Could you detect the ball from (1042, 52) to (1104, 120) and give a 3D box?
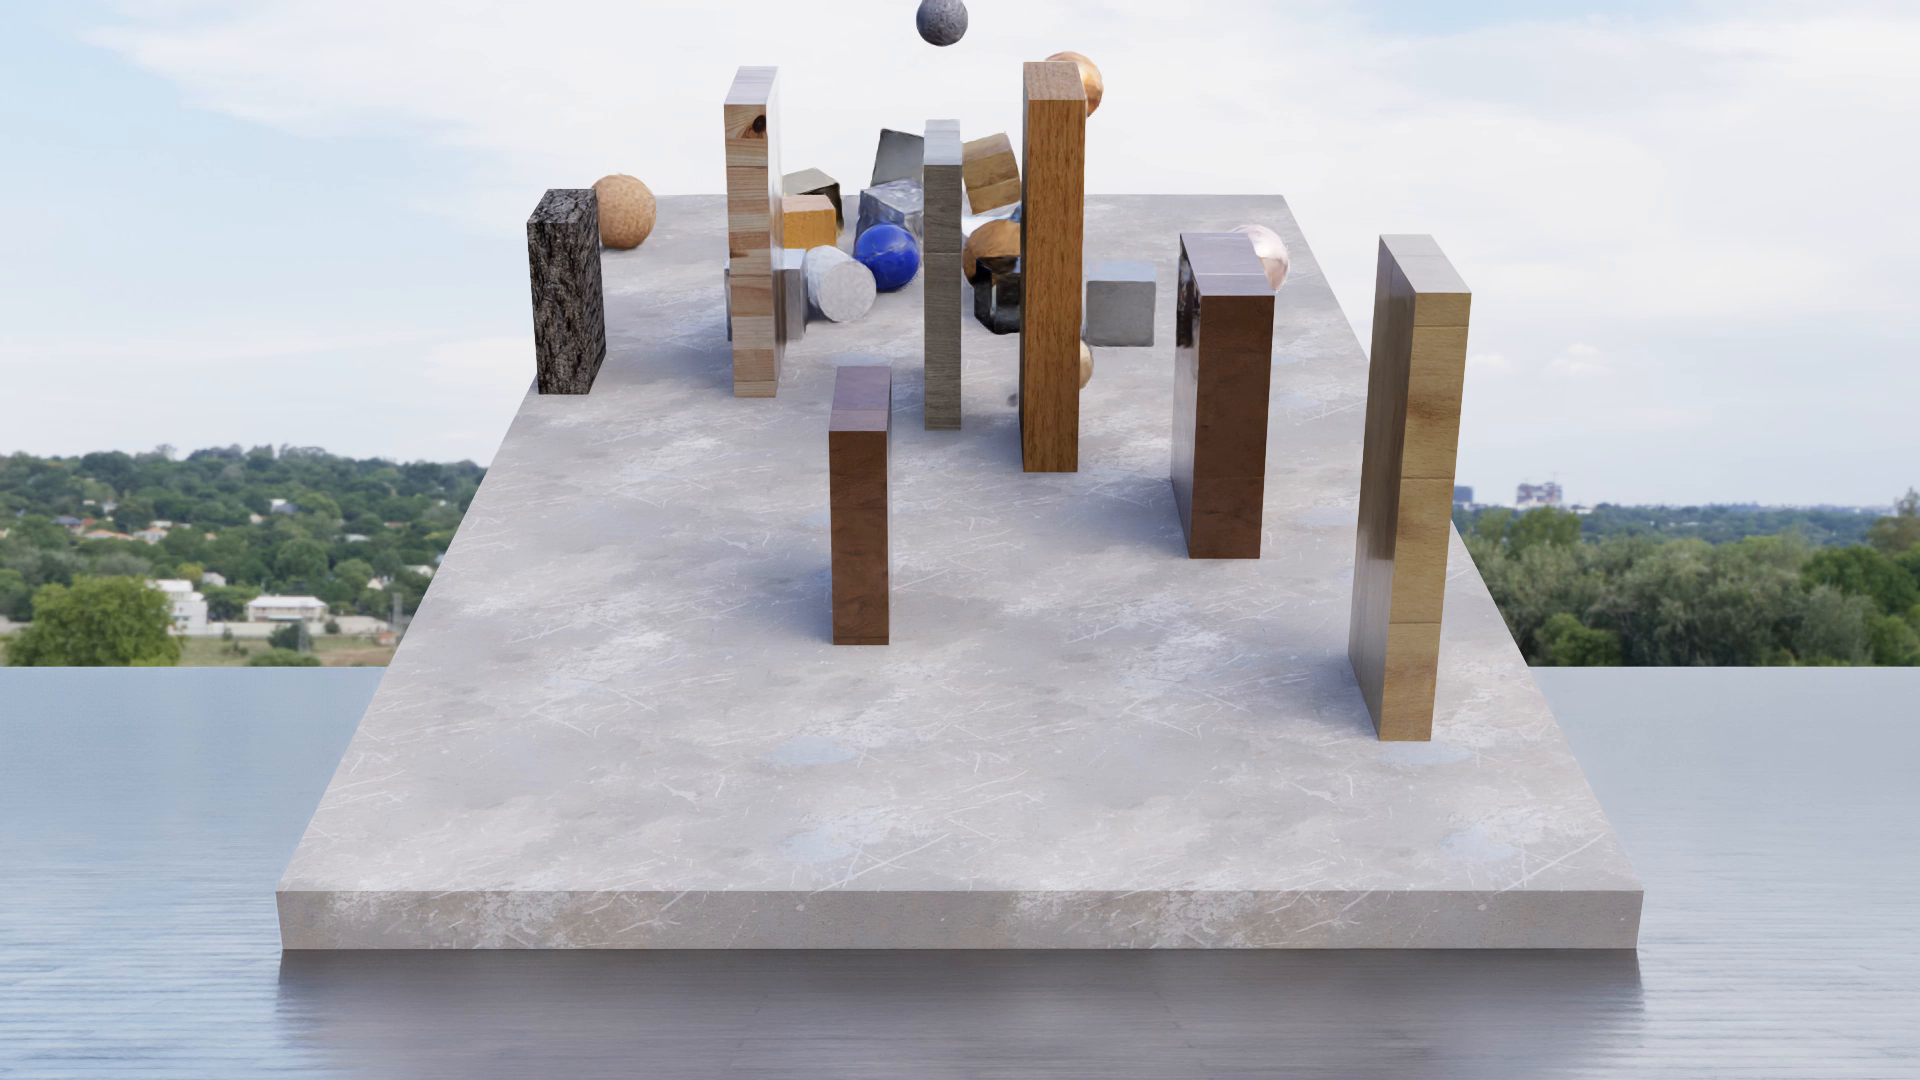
[{"bbox_3d":[0.306,-1.290,6.606,0.208,0.208,0.208,0,-3,0],"label":"ball"}]

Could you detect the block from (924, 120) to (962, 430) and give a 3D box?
[{"bbox_3d":[-0.039,-0.606,5.235,0.081,0.602,0.432,0,23,0],"label":"block"}]

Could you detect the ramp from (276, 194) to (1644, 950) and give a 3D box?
[{"bbox_3d":[-0.007,-0.226,5.238,2.000,0.100,4.000,0,23,0],"label":"ramp"}]

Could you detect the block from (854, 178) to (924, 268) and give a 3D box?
[{"bbox_3d":[-0.157,-0.861,6.334,0.177,0.177,0.177,-22,42,-40],"label":"block"}]

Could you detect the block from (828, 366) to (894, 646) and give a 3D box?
[{"bbox_3d":[-0.177,-0.067,4.215,0.100,0.409,0.344,0,23,0],"label":"block"}]

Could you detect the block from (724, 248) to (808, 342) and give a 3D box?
[{"bbox_3d":[-0.482,-0.614,5.783,0.186,0.186,0.186,0,22,1],"label":"block"}]

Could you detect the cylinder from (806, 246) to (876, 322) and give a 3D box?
[{"bbox_3d":[-0.319,-0.655,5.911,0.160,0.160,0.160,2,20,-28],"label":"cylinder"}]

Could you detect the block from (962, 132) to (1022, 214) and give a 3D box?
[{"bbox_3d":[0.080,-0.995,6.268,0.149,0.149,0.149,-16,29,2],"label":"block"}]

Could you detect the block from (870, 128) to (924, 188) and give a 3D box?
[{"bbox_3d":[-0.151,-1.074,6.632,0.180,0.180,0.180,11,10,-2],"label":"block"}]

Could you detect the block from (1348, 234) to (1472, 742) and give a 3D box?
[{"bbox_3d":[0.733,-0.086,3.806,0.084,0.768,0.328,0,23,0],"label":"block"}]

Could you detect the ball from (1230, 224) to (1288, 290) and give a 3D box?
[{"bbox_3d":[0.758,-0.725,6.037,0.197,0.197,0.197,0,-3,0],"label":"ball"}]

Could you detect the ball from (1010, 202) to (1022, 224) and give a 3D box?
[{"bbox_3d":[0.220,-0.864,6.392,0.170,0.170,0.170,0,-3,0],"label":"ball"}]

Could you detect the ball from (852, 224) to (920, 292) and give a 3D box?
[{"bbox_3d":[-0.195,-0.747,6.106,0.178,0.178,0.178,0,-3,0],"label":"ball"}]

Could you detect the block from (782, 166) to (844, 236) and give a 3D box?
[{"bbox_3d":[-0.438,-0.944,6.557,0.156,0.156,0.156,-19,33,-22],"label":"block"}]

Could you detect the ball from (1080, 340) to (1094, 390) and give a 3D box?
[{"bbox_3d":[0.234,-0.402,5.300,0.145,0.145,0.145,0,-3,0],"label":"ball"}]

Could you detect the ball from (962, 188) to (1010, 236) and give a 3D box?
[{"bbox_3d":[0.062,-0.930,6.556,0.162,0.162,0.162,0,-3,0],"label":"ball"}]

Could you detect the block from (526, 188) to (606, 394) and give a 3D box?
[{"bbox_3d":[-0.921,-0.586,5.429,0.115,0.409,0.306,0,23,0],"label":"block"}]

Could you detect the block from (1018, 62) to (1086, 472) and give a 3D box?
[{"bbox_3d":[0.193,-0.585,4.938,0.115,0.797,0.378,0,23,0],"label":"block"}]

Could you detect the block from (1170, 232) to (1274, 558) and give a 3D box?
[{"bbox_3d":[0.515,-0.293,4.592,0.137,0.533,0.432,0,23,0],"label":"block"}]

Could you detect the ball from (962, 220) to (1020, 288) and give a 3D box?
[{"bbox_3d":[0.109,-0.732,6.033,0.209,0.209,0.209,0,-3,0],"label":"ball"}]

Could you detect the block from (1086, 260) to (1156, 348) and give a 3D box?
[{"bbox_3d":[0.401,-0.587,5.746,0.168,0.168,0.168,2,23,5],"label":"block"}]

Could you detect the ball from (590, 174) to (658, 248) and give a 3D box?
[{"bbox_3d":[-0.952,-0.920,6.470,0.208,0.208,0.208,0,-3,0],"label":"ball"}]

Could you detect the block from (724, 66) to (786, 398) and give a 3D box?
[{"bbox_3d":[-0.474,-0.725,5.407,0.094,0.683,0.414,0,23,0],"label":"block"}]

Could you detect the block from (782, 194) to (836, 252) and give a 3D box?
[{"bbox_3d":[-0.436,-0.844,6.348,0.165,0.165,0.165,-5,24,-12],"label":"block"}]

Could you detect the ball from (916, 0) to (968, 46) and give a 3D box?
[{"bbox_3d":[-0.051,-1.483,6.595,0.150,0.150,0.150,0,-3,0],"label":"ball"}]

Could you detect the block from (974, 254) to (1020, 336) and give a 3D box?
[{"bbox_3d":[0.137,-0.623,5.844,0.156,0.156,0.156,-7,24,-17],"label":"block"}]
